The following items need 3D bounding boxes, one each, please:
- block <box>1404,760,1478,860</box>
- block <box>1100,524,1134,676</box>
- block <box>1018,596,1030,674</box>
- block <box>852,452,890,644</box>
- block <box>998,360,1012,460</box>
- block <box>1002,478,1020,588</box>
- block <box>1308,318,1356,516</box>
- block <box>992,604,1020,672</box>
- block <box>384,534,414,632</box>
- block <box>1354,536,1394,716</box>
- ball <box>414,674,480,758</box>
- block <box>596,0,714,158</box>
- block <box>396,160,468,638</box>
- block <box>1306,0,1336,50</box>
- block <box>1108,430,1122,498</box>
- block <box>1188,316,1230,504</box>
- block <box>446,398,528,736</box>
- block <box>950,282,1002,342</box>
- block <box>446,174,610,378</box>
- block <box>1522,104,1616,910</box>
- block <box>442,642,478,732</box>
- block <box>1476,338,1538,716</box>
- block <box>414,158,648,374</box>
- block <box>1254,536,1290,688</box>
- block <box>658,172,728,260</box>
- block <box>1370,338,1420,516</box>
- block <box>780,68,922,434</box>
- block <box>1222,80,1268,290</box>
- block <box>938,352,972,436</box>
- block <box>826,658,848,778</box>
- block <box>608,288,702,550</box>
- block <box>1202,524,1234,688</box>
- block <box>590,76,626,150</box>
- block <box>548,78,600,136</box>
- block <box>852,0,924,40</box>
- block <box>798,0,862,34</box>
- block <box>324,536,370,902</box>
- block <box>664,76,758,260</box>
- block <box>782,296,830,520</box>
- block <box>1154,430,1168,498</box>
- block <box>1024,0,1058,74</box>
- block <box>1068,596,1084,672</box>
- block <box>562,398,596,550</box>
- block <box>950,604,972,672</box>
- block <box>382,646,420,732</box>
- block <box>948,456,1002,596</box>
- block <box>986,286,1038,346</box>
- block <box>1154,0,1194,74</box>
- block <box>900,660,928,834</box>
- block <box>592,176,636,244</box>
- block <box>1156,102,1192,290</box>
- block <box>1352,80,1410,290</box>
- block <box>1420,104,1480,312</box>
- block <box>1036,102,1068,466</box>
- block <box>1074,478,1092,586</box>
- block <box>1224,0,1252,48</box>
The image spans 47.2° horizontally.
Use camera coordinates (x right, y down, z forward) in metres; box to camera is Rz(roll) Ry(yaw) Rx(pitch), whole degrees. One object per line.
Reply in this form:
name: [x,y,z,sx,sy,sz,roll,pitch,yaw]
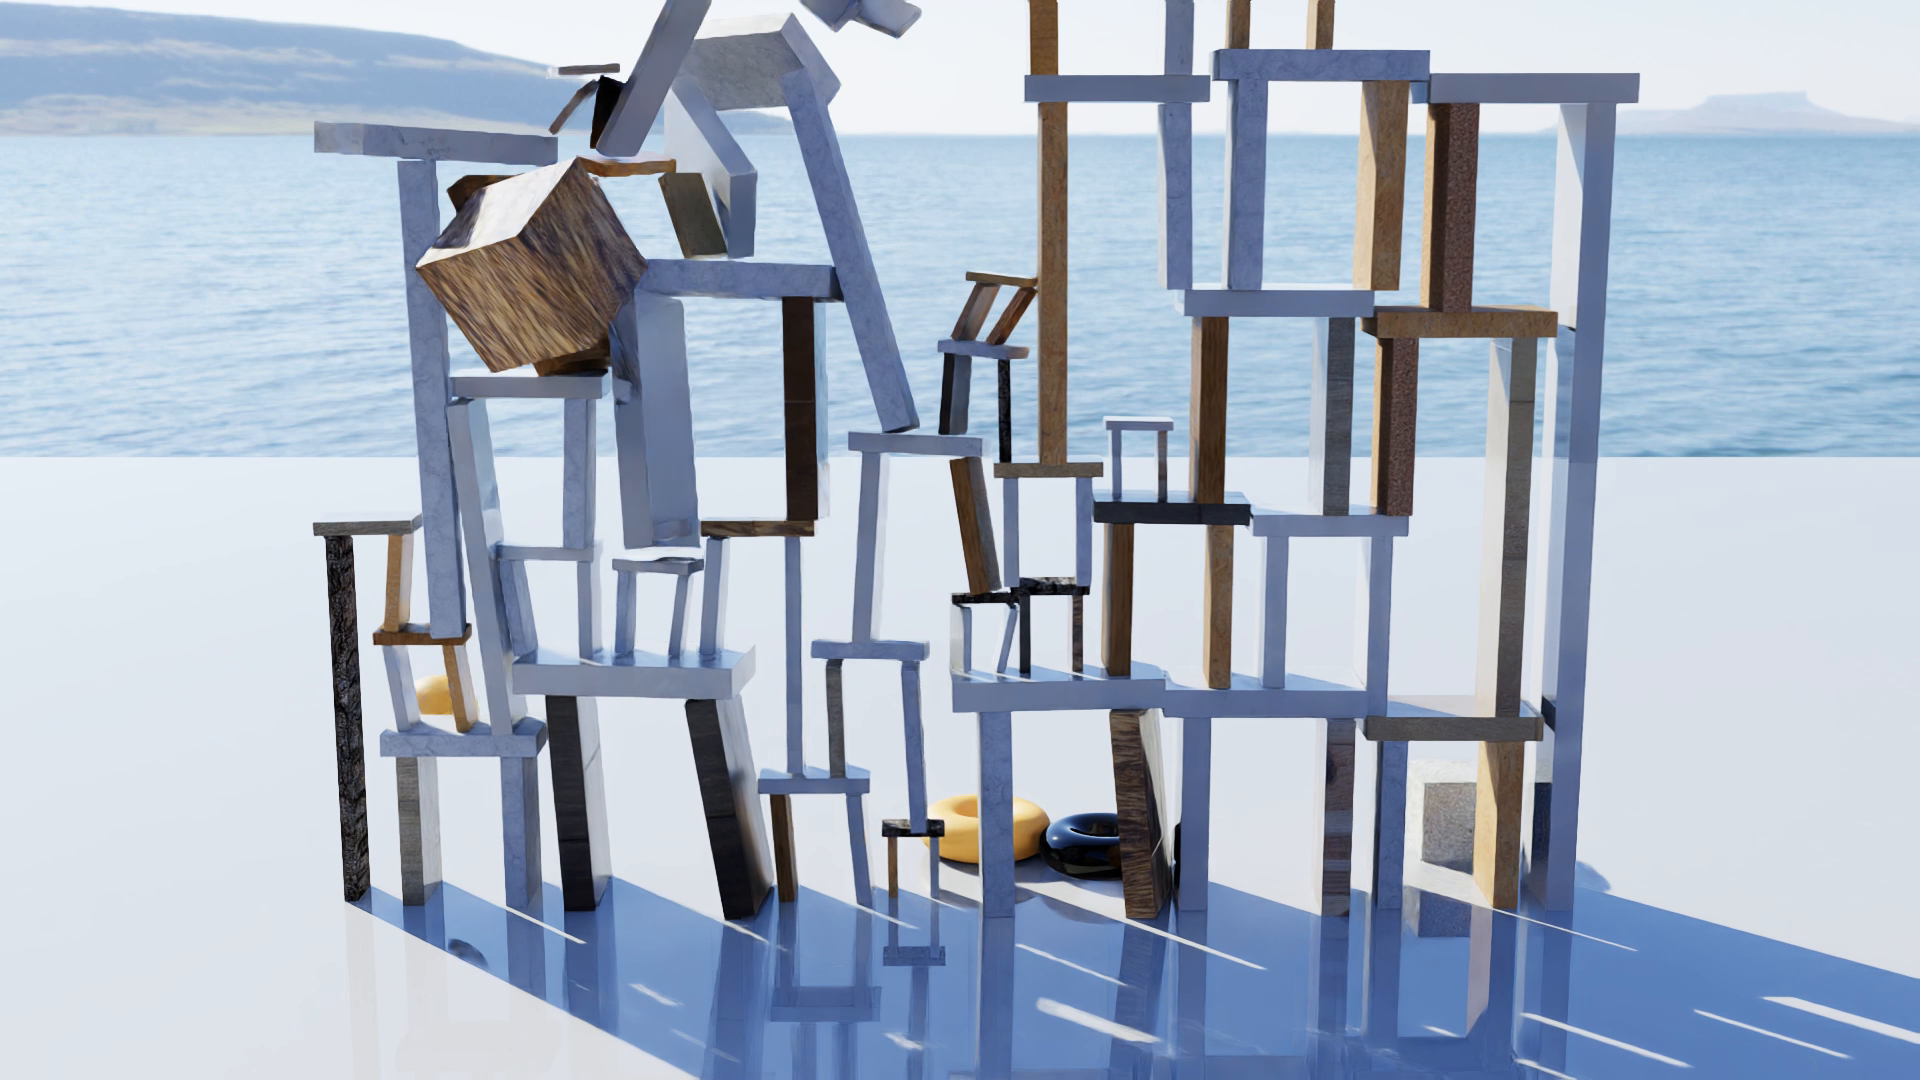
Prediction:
block: [0.871,0.477,3.893,0.141,0.141,0.141,0,11,-3]
block: [0.255,0.085,3.562,0.035,0.247,0.123,0,11,-3]
block: [0.104,0.147,3.568,0.018,0.127,0.063,-1,11,-1]
block: [-0.146,0.012,3.603,0.031,0.309,0.110,3,1,6]
block: [0.072,-0.211,3.518,0.019,0.159,0.067,-1,10,3]
block: [0.081,-0.019,3.535,0.025,0.175,0.087,-1,10,0]
block: [0.594,-0.206,3.521,0.042,0.314,0.148,0,10,0]
block: [0.074,0.158,3.570,0.015,0.104,0.052,11,9,-9]
block: [-0.910,0.062,3.569,0.023,0.159,0.080,6,12,-1]
block: [0.672,0.128,3.581,0.035,0.294,0.124,0,11,1]
ball: [-0.914,0.307,3.851,0.145,0.145,0.145,0,11,0]
block: [-0.476,-0.740,3.451,0.069,0.340,0.020,-7,52,-44]
block: [-0.842,-0.227,3.515,0.048,0.749,0.169,-3,10,-9]
block: [0.559,-0.854,3.398,0.027,0.192,0.096,1,11,0]
block: [0.250,-0.126,3.536,0.015,0.108,0.054,-2,11,-1]
block: [0.397,-0.216,3.519,0.042,0.295,0.148,0,11,0]
block: [-0.762,0.039,3.551,0.034,0.541,0.120,-5,13,2]
block: [0.026,-0.368,3.541,0.015,0.104,0.052,40,27,26]
block: [-0.678,-0.427,3.525,0.048,0.338,0.169,-31,-7,30]
block: [0.980,-0.046,3.552,0.045,1.293,0.159,0,11,0]
block: [-0.817,0.234,3.597,0.020,0.144,0.072,-7,11,1]
block: [0.881,-0.028,3.554,0.040,0.611,0.141,0,11,0]
block: [-0.634,-0.407,3.273,0.203,0.203,0.203,-10,37,31]
block: [0.506,0.105,3.575,0.035,0.248,0.124,0,10,1]
block: [-0.442,-0.537,3.646,0.075,0.149,0.021,-11,-12,-42]
block: [0.694,-0.189,3.518,0.040,0.282,0.141,0,11,-1]
block: [-0.177,-0.465,3.595,0.046,0.595,0.163,-16,0,5]
block: [0.447,-0.559,3.455,0.045,0.320,0.160,1,11,0]
block: [-0.007,-0.238,3.579,0.019,0.133,0.067,8,8,25]
block: [-0.202,0.290,3.617,0.026,0.184,0.092,-2,9,0]
block: [-0.499,-0.192,3.587,0.050,0.415,0.178,-5,-2,18]
block: [0.419,0.096,3.572,0.035,0.266,0.123,0,11,1]
block: [-0.562,-0.681,3.536,0.050,0.154,0.014,18,54,-4]
block: [-0.608,-0.683,3.469,0.101,0.014,0.050,-40,10,39]
block: [-0.122,-0.844,3.521,0.120,0.017,0.060,30,71,35]
block: [-0.210,-0.864,3.545,0.120,0.060,0.017,47,-1,44]
block: [-1.006,0.288,3.616,0.023,0.613,0.080,0,11,0]
block: [-0.427,-0.634,3.727,0.046,0.163,0.327,-13,44,-22]
block: [-0.251,-0.214,3.594,0.050,0.356,0.178,-1,3,3]
block: [0.323,-0.125,3.538,0.015,0.108,0.054,-2,11,-1]
block: [0.125,-0.872,3.384,0.044,0.310,0.155,-1,10,0]
block: [0.187,0.145,3.575,0.018,0.127,0.063,-1,10,-4]
block: [-0.613,-0.114,3.545,0.034,0.240,0.120,2,10,-1]
block: [0.001,0.158,3.572,0.015,0.104,0.052,-4,10,-25]
block: [-0.913,0.234,3.597,0.020,0.144,0.072,-8,11,1]
block: [0.026,-0.024,3.575,0.031,0.220,0.110,-9,-1,13]
block: [0.082,-0.357,3.501,0.015,0.103,0.052,38,20,13]
block: [0.332,-0.873,3.386,0.044,0.310,0.155,0,10,-1]
block: [-0.074,0.337,3.624,0.026,0.274,0.092,-3,10,2]
block: [-0.596,-0.521,3.606,0.075,0.149,0.021,-21,45,5]
block: [0.337,-0.541,3.453,0.040,0.284,0.142,-1,11,0]
block: [0.661,-0.558,3.456,0.045,0.320,0.160,1,11,0]
block: [0.769,-0.524,3.458,0.045,0.319,0.159,0,11,-1]
block: [0.145,-0.405,3.470,0.040,0.559,0.142,-1,10,-1]
block: [0.199,-0.020,3.536,0.025,0.175,0.087,0,10,1]
block: [0.431,-0.855,3.398,0.027,0.192,0.096,1,11,0]
